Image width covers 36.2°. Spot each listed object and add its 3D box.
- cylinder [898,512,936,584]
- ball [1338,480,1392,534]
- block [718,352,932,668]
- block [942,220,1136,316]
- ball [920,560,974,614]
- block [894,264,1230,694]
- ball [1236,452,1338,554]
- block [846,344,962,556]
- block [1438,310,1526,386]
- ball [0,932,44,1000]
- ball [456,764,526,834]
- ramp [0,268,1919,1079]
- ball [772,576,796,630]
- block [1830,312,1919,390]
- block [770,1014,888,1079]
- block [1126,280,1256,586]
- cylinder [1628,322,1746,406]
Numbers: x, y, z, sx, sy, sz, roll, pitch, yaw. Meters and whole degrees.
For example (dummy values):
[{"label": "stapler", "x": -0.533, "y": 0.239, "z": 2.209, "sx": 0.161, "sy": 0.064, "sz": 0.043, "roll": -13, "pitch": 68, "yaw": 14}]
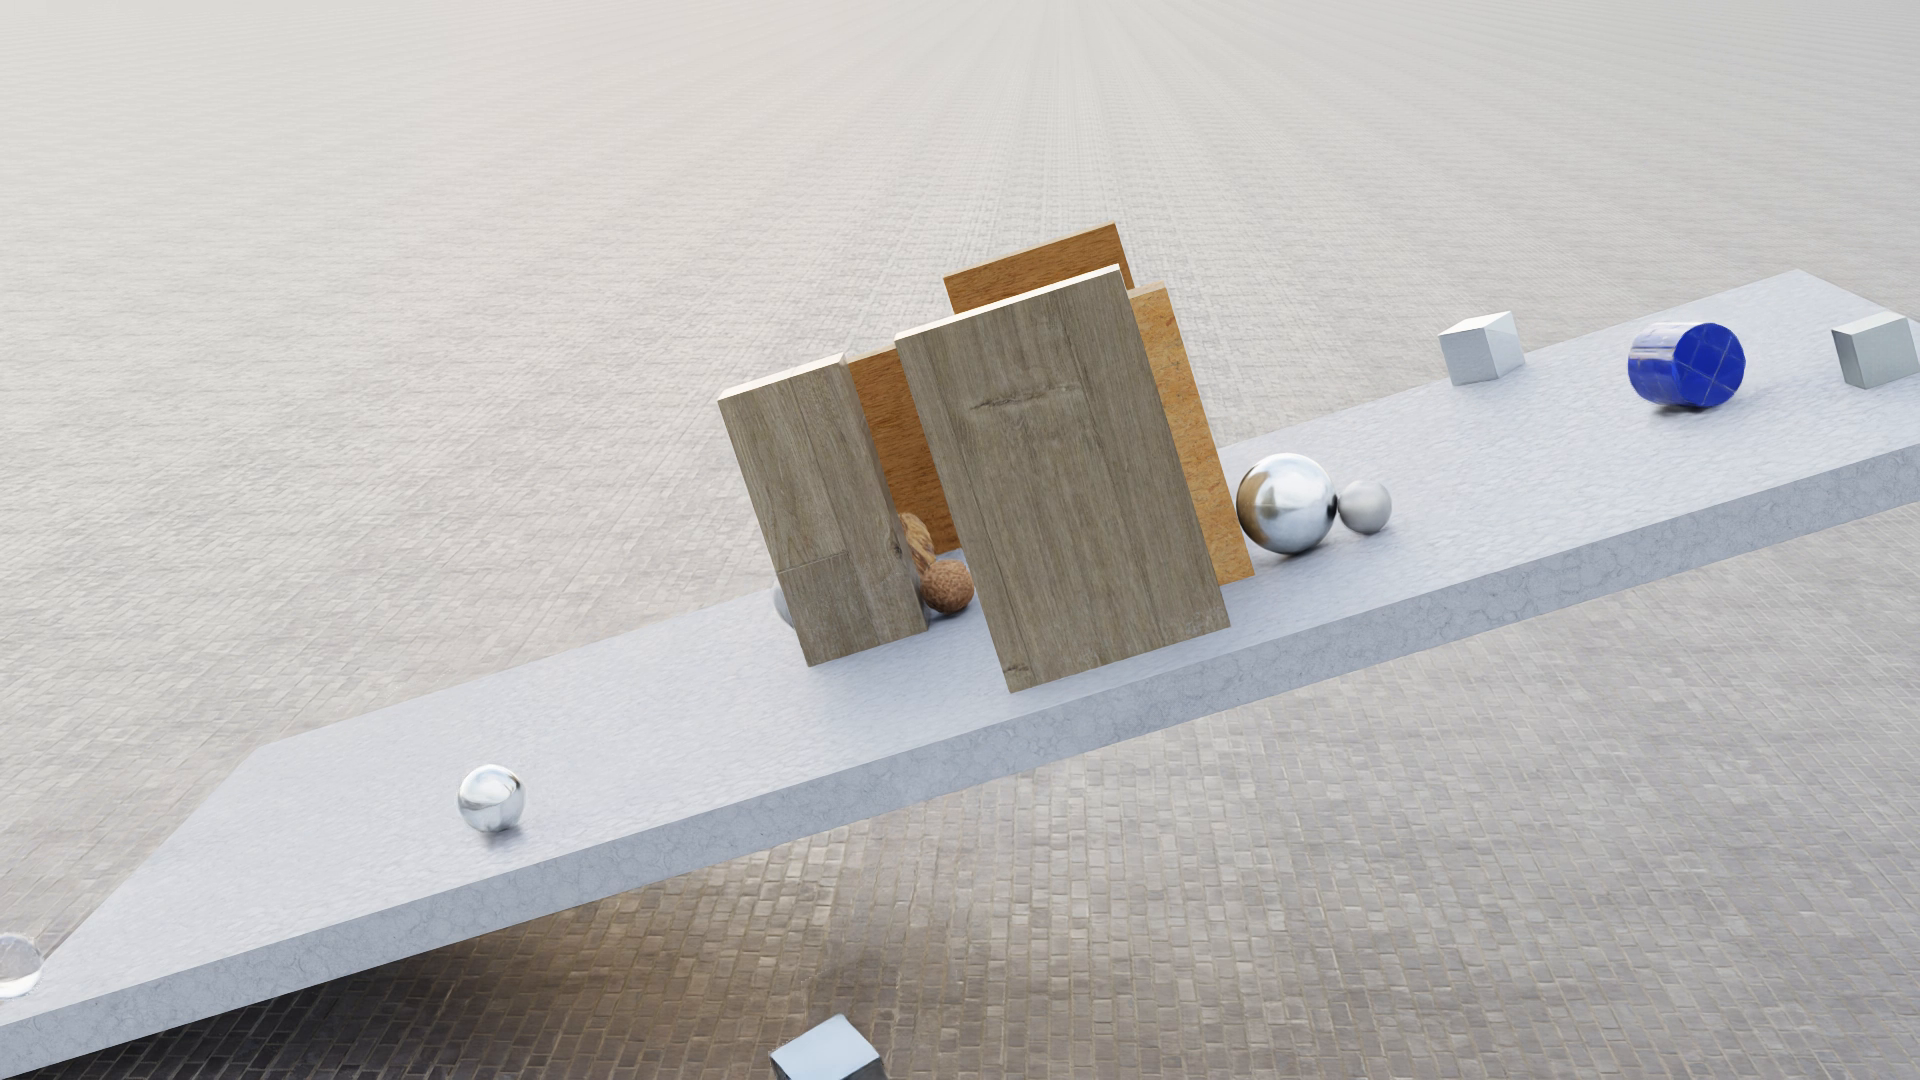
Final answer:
[{"label": "cylinder", "x": -0.184, "y": 0.046, "z": 6.713, "sx": 0.186, "sy": 0.186, "sz": 0.186, "roll": -12, "pitch": 4, "yaw": 30}, {"label": "ball", "x": 0.803, "y": -0.067, "z": 5.828, "sx": 0.108, "sy": 0.108, "sz": 0.108, "roll": 0, "pitch": 12, "yaw": 0}, {"label": "block", "x": -0.287, "y": -0.065, "z": 6.296, "sx": 0.270, "sy": 0.606, "sz": 0.149, "roll": -17, "pitch": 10, "yaw": 5}, {"label": "block", "x": 0.256, "y": -0.347, "z": 6.677, "sx": 0.403, "sy": 0.661, "sz": 0.088, "roll": -17, "pitch": 10, "yaw": 5}, {"label": "ball", "x": -0.026, "y": 0.101, "z": 6.348, "sx": 0.117, "sy": 0.117, "sz": 0.117, "roll": 0, "pitch": 12, "yaw": 0}, {"label": "block", "x": 0.193, "y": -0.111, "z": 5.464, "sx": 0.431, "sy": 0.698, "sz": 0.098, "roll": -17, "pitch": 10, "yaw": 5}, {"label": "ball", "x": 0.650, "y": -0.072, "z": 5.854, "sx": 0.203, "sy": 0.203, "sz": 0.203, "roll": 0, "pitch": 12, "yaw": 0}, {"label": "block", "x": -0.154, "y": -0.204, "z": 7.067, "sx": 0.409, "sy": 0.505, "sz": 0.111, "roll": -17, "pitch": 10, "yaw": 5}, {"label": "block", "x": 1.247, "y": -0.457, "z": 7.028, "sx": 0.130, "sy": 0.130, "sz": 0.130, "roll": -8, "pitch": 14, "yaw": 44}, {"label": "ball", "x": -1.833, "y": 0.821, "z": 5.669, "sx": 0.127, "sy": 0.127, "sz": 0.127, "roll": 0, "pitch": 12, "yaw": 0}, {"label": "ball", "x": -0.912, "y": 0.504, "z": 5.722, "sx": 0.134, "sy": 0.134, "sz": 0.134, "roll": 0, "pitch": 12, "yaw": 0}, {"label": "ramp", "x": 0.101, "y": 0.183, "z": 6.310, "sx": 4.000, "sy": 0.100, "sz": 2.000, "roll": -17, "pitch": 10, "yaw": 5}, {"label": "ball", "x": -0.330, "y": 0.121, "z": 6.587, "sx": 0.180, "sy": 0.180, "sz": 0.180, "roll": 0, "pitch": 12, "yaw": 0}, {"label": "block", "x": 1.780, "y": -0.369, "z": 5.716, "sx": 0.112, "sy": 0.112, "sz": 0.112, "roll": -18, "pitch": 10, "yaw": 0}, {"label": "block", "x": -0.223, "y": 0.968, "z": 5.225, "sx": 0.148, "sy": 0.148, "sz": 0.148, "roll": -28, "pitch": 35, "yaw": -19}, {"label": "block", "x": 0.361, "y": -0.183, "z": 5.825, "sx": 0.276, "sy": 0.598, "sz": 0.137, "roll": -17, "pitch": 10, "yaw": 5}, {"label": "cylinder", "x": 1.483, "y": -0.360, "z": 6.011, "sx": 0.170, "sy": 0.170, "sz": 0.170, "roll": -4, "pitch": 6, "yaw": -18}]
